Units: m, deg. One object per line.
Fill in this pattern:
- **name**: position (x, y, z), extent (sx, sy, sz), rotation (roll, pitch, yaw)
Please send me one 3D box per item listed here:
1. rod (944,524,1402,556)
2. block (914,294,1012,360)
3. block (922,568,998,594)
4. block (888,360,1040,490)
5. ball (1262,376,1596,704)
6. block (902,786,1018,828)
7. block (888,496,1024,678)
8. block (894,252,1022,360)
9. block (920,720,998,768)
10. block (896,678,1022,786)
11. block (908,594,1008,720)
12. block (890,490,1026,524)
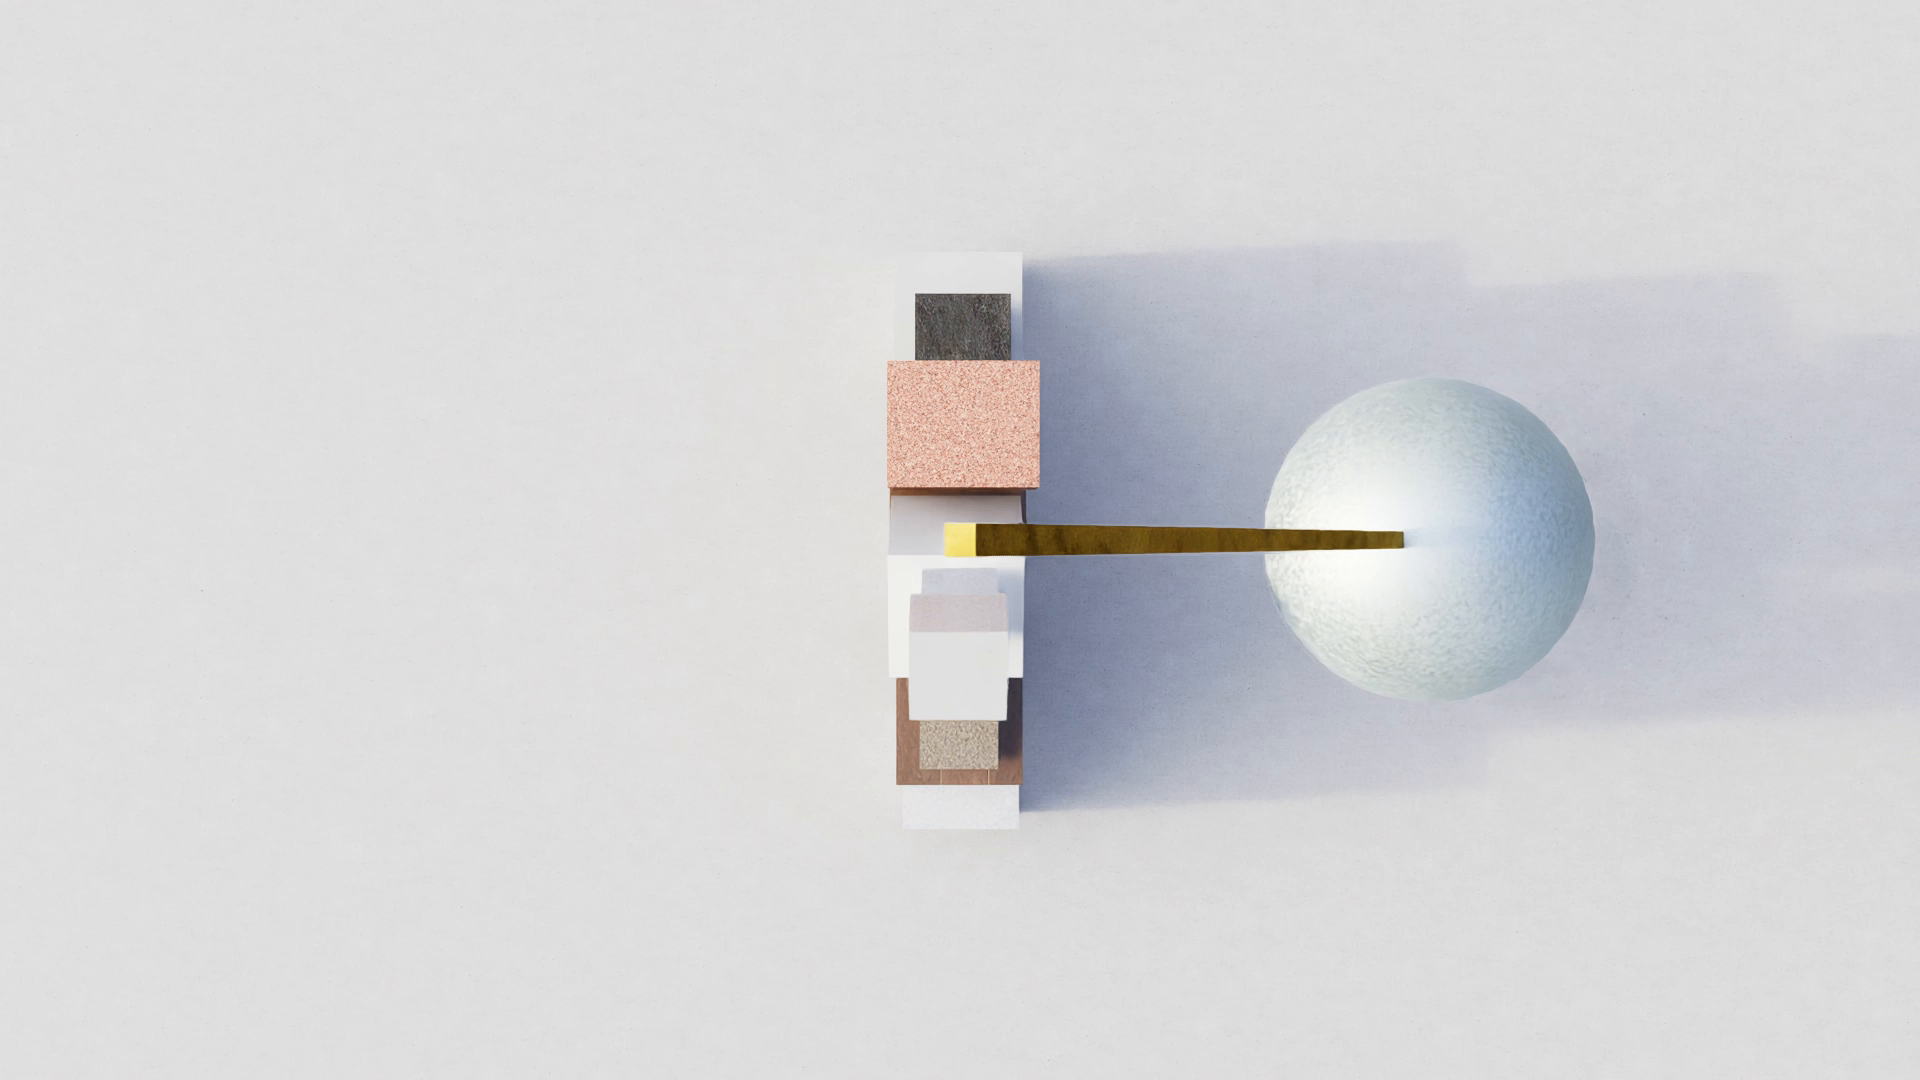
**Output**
- **rod**: position (0.994, 0.000, 7.674), extent (0.080, 5.200, 0.080), rotation (0, 90, 22)
- **block**: position (0.016, -1.045, 12.087), extent (0.519, 0.473, 0.540), rotation (0, 86, 0)
- **block**: position (-0.002, 0.386, 10.809), extent (0.372, 0.362, 0.372), rotation (0, 115, 0)
- **block**: position (0.016, -0.581, 11.323), extent (0.763, 0.631, 0.633), rotation (0, 90, 0)
- **ball**: position (2.295, 0.000, 10.816), extent (1.600, 1.600, 1.600), rotation (0, 90, 0)
- **block**: position (0.005, 1.288, 12.653), extent (0.649, 0.695, 0.658), rotation (0, 90, 0)
- **block**: position (-0.020, 0.232, 11.348), extent (0.676, 0.743, 0.685), rotation (0, 115, 0)
- **block**: position (-0.010, -1.238, 12.671), extent (0.716, 0.657, 0.758), rotation (0, 90, 0)
- **block**: position (-0.005, 0.931, 11.341), extent (0.398, 0.394, 0.458), rotation (0, 90, 0)
- **block**: position (-0.003, 0.951, 11.922), extent (0.664, 0.768, 0.670), rotation (0, 90, 0)
- **block**: position (-0.009, 0.552, 10.459), extent (0.459, 0.412, 0.465), rotation (0, 115, 0)
- **block**: position (-0.011, -0.382, 11.974), extent (0.721, 0.672, 0.710), rotation (0, 90, 0)
